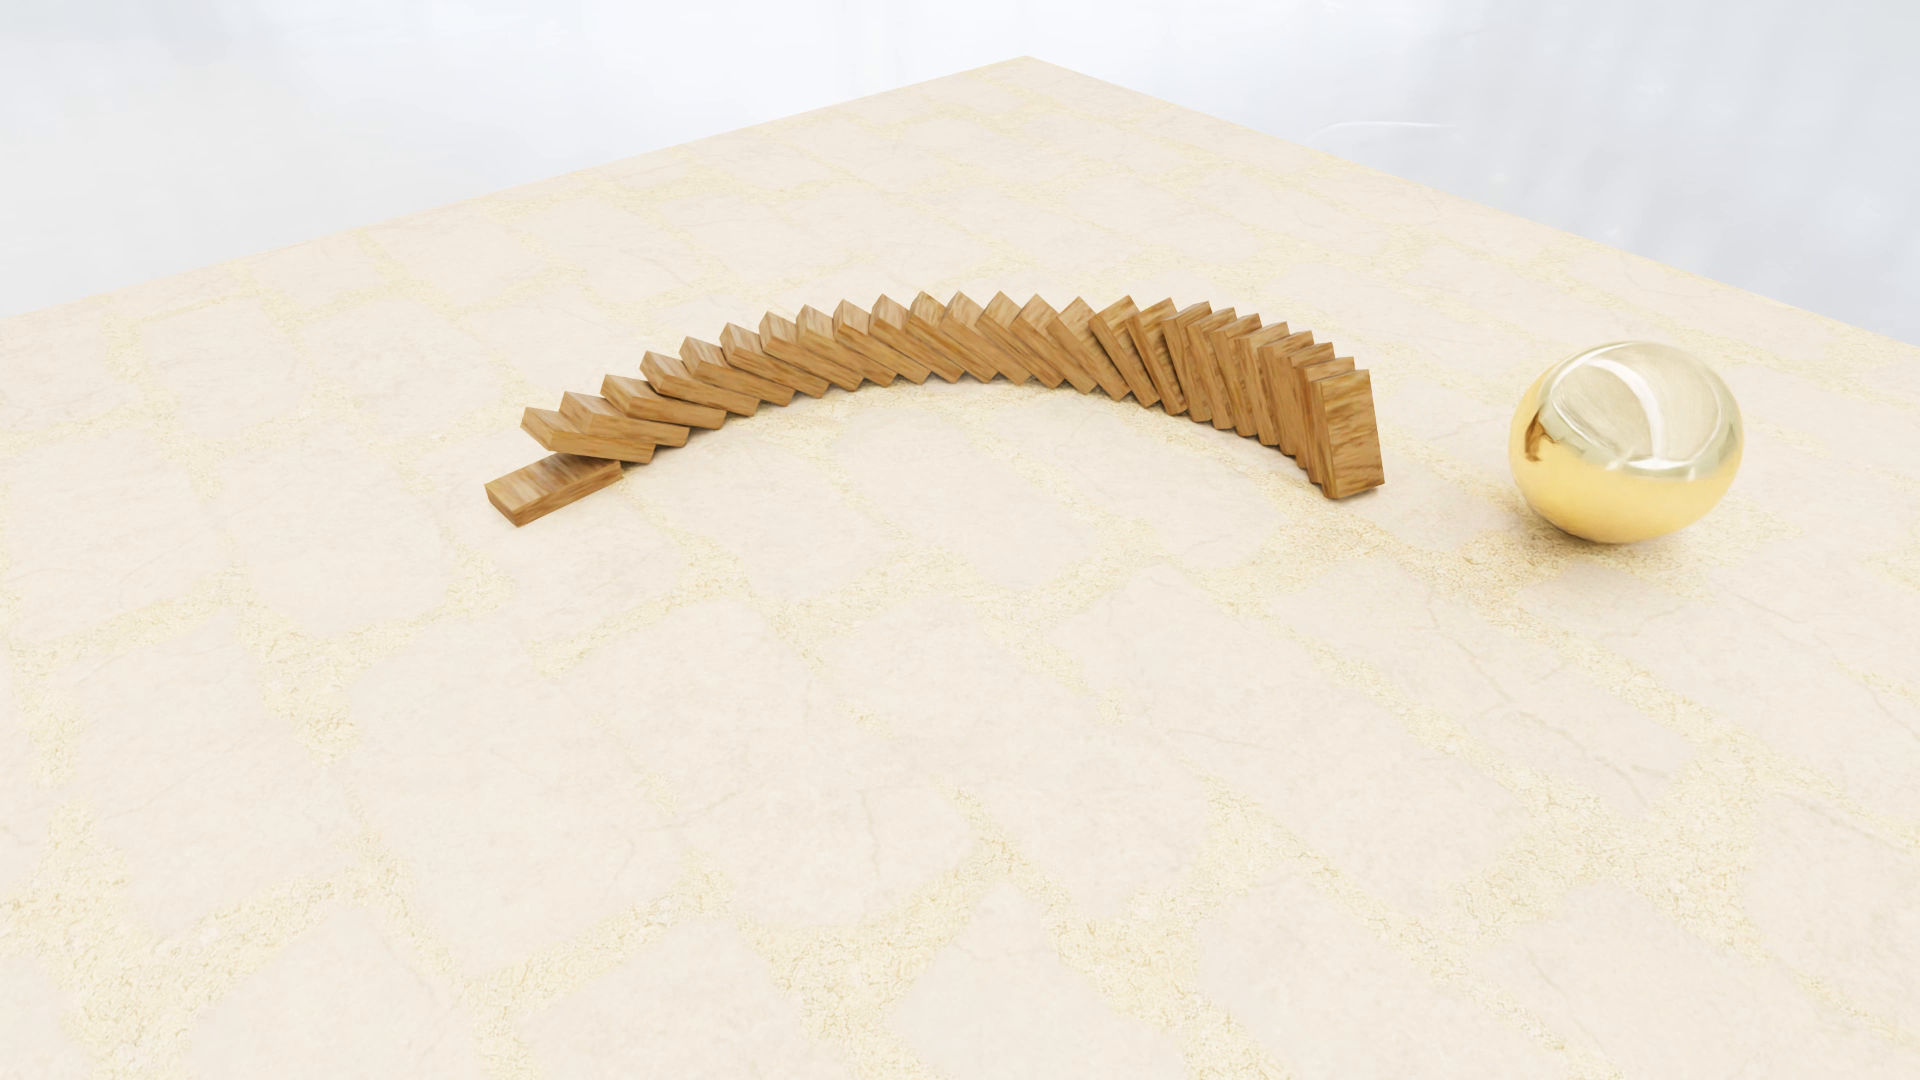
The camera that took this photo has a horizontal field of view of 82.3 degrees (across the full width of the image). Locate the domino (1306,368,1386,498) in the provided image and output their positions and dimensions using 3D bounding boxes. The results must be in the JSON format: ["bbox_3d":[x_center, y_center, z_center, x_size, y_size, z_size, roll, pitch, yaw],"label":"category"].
[{"bbox_3d":[0.165,-0.045,0.469,0.025,0.050,0.010,-16,11,-19],"label":"domino"}]

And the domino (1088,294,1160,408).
[{"bbox_3d":[0.085,-0.091,0.530,0.025,0.010,0.050,-36,93,-36],"label":"domino"}]

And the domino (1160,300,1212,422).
[{"bbox_3d":[0.113,-0.084,0.515,0.025,0.050,0.009,-31,18,-32],"label":"domino"}]

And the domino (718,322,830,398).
[{"bbox_3d":[-0.089,-0.086,0.528,0.050,0.009,0.025,18,28,-34],"label":"domino"}]

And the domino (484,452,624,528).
[{"bbox_3d":[-0.175,-0.025,0.474,0.050,0.010,0.025,-32,49,-33],"label":"domino"}]

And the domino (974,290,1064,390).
[{"bbox_3d":[0.033,-0.099,0.543,0.050,0.010,0.025,38,42,-10],"label":"domino"}]

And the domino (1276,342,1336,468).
[{"bbox_3d":[0.157,-0.060,0.486,0.025,0.050,0.010,-21,13,-24],"label":"domino"}]

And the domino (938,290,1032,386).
[{"bbox_3d":[0.014,-0.100,0.544,0.050,0.010,0.025,34,38,-15],"label":"domino"}]

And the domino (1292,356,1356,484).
[{"bbox_3d":[0.161,-0.052,0.477,0.025,0.050,0.010,-16,11,-19],"label":"domino"}]

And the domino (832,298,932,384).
[{"bbox_3d":[-0.038,-0.098,0.541,0.050,0.010,0.025,26,32,-25],"label":"domino"}]

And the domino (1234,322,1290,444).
[{"bbox_3d":[0.143,-0.071,0.500,0.025,0.050,0.010,-26,15,-28],"label":"domino"}]

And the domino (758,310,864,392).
[{"bbox_3d":[-0.072,-0.091,0.534,0.050,0.010,0.025,22,29,-31],"label":"domino"}]

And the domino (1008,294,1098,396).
[{"bbox_3d":[0.049,-0.096,0.539,0.050,0.009,0.025,40,43,-8],"label":"domino"}]

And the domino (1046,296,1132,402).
[{"bbox_3d":[0.067,-0.093,0.536,0.050,0.010,0.025,45,48,-3],"label":"domino"}]

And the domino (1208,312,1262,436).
[{"bbox_3d":[0.133,-0.076,0.506,0.025,0.050,0.009,-29,17,-31],"label":"domino"}]

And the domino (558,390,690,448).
[{"bbox_3d":[-0.148,-0.053,0.488,0.025,0.010,0.050,33,17,34],"label":"domino"}]

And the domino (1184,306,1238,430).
[{"bbox_3d":[0.123,-0.080,0.510,0.025,0.050,0.009,-30,17,-31],"label":"domino"}]

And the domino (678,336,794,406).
[{"bbox_3d":[-0.105,-0.080,0.521,0.050,0.009,0.025,14,27,-38],"label":"domino"}]

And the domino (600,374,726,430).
[{"bbox_3d":[-0.135,-0.063,0.501,0.025,0.009,0.050,36,20,36],"label":"domino"}]

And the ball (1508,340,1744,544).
[{"bbox_3d":[0.261,-0.038,0.434,0.080,0.080,0.080,0,39,0],"label":"ball"}]

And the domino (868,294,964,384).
[{"bbox_3d":[-0.021,-0.099,0.543,0.050,0.010,0.025,29,34,-21],"label":"domino"}]

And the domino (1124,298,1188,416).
[{"bbox_3d":[0.100,-0.087,0.522,0.025,0.050,0.010,-32,9,-33],"label":"domino"}]

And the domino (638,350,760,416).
[{"bbox_3d":[-0.121,-0.073,0.512,0.050,0.009,0.025,11,25,-43],"label":"domino"}]

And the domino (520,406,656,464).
[{"bbox_3d":[-0.161,-0.045,0.478,0.025,0.010,0.050,33,17,34],"label":"domino"}]

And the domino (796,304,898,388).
[{"bbox_3d":[-0.056,-0.095,0.538,0.050,0.009,0.025,24,30,-28],"label":"domino"}]

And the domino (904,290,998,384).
[{"bbox_3d":[-0.003,-0.101,0.545,0.050,0.009,0.025,32,36,-17],"label":"domino"}]

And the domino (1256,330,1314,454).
[{"bbox_3d":[0.151,-0.066,0.494,0.025,0.050,0.009,-23,14,-26],"label":"domino"}]
